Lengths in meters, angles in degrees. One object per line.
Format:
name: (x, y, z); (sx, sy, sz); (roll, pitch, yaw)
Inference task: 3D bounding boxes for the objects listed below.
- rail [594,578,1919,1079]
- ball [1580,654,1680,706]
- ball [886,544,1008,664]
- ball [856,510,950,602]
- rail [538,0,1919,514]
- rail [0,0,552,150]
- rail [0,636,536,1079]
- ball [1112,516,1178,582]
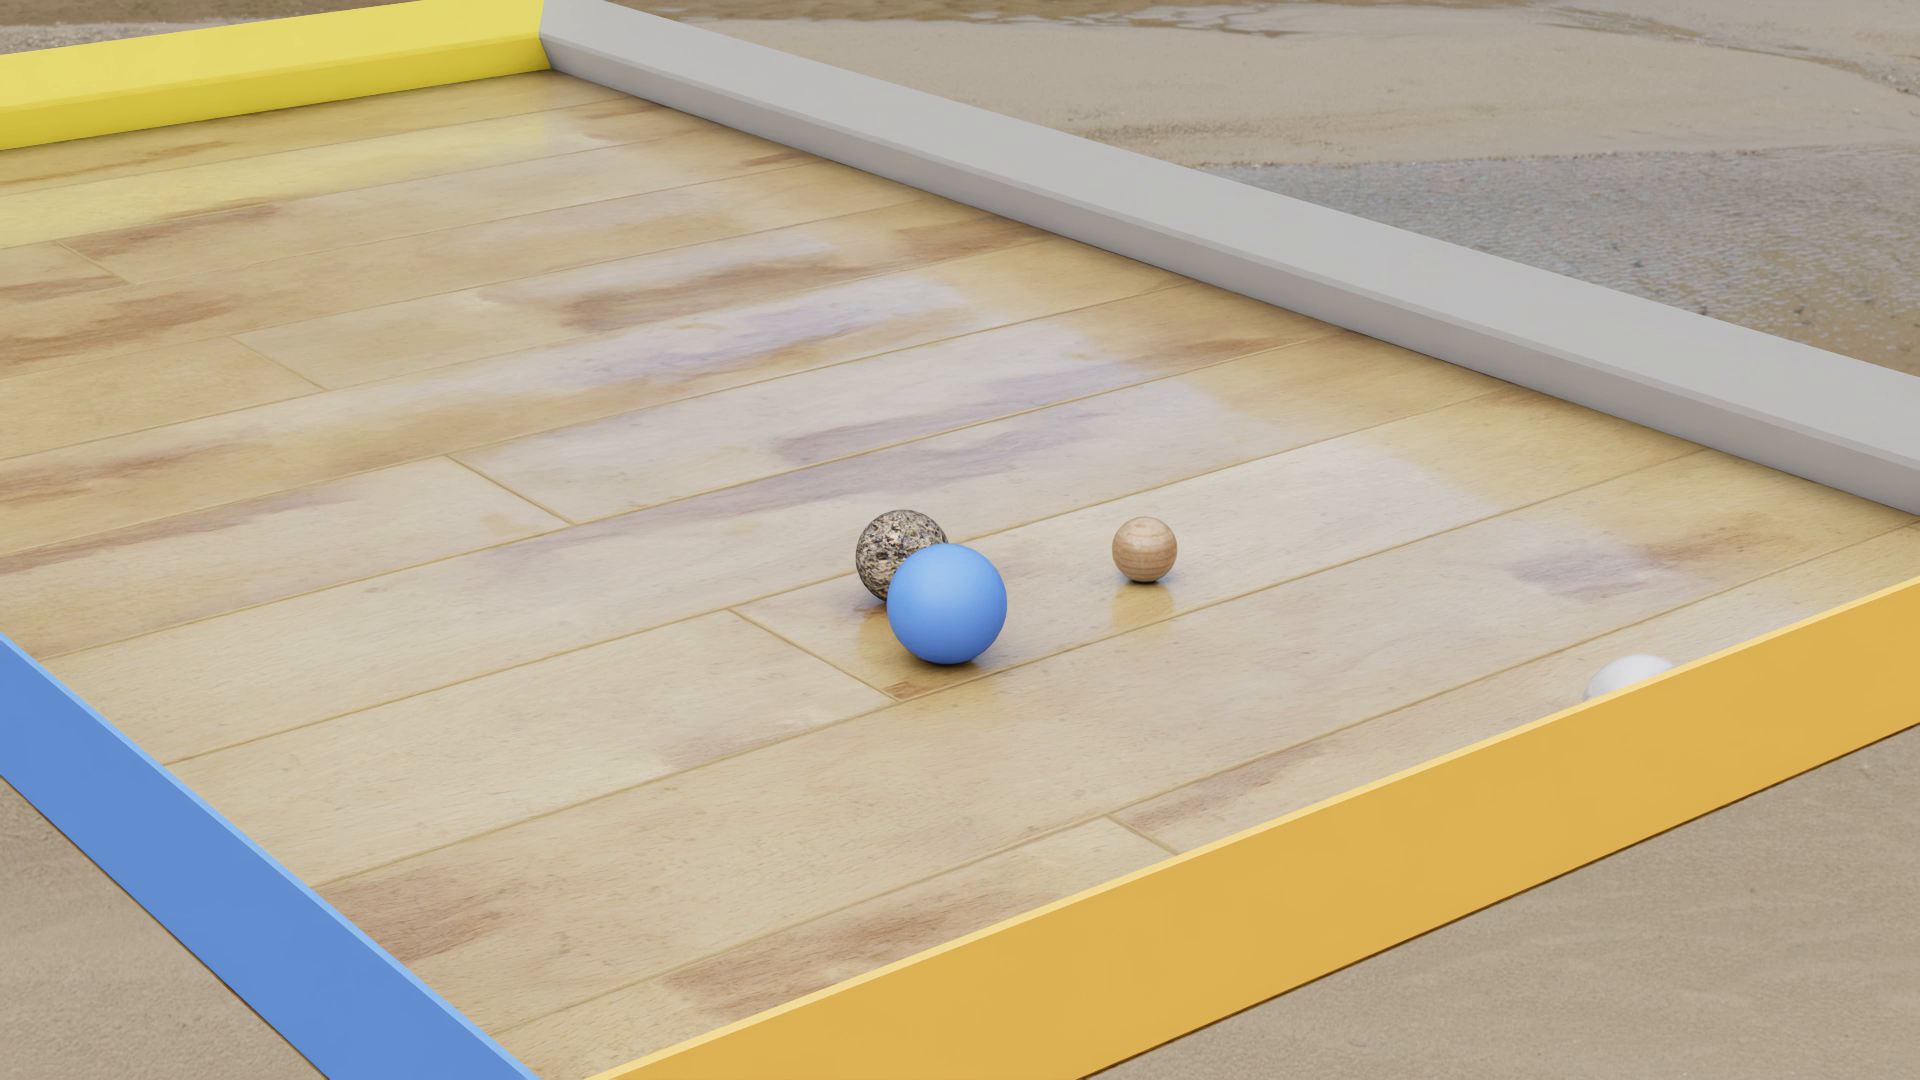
rail: (0.410, 0.168, 2.055); (1.618, 0.128, 0.045); (-16, 26, -35)
ball: (0.511, 0.130, 2.211); (0.089, 0.089, 0.089); (0, 21, 0)
ball: (-0.011, 0.052, 2.400); (0.099, 0.099, 0.099); (0, 21, 0)
ball: (-0.049, 0.015, 2.519); (0.082, 0.082, 0.082); (0, 21, 0)
rail: (0.196, -0.394, 3.509); (0.045, 0.128, 2.773); (-16, 26, -35)
rail: (-1.259, -0.609, 4.065); (1.618, 0.128, 0.045); (-16, 26, -35)
rail: (-1.045, -0.047, 2.612); (0.045, 0.128, 2.773); (-16, 26, -35)
ball: (0.161, 0.008, 2.570); (0.058, 0.058, 0.058); (0, 21, 0)
